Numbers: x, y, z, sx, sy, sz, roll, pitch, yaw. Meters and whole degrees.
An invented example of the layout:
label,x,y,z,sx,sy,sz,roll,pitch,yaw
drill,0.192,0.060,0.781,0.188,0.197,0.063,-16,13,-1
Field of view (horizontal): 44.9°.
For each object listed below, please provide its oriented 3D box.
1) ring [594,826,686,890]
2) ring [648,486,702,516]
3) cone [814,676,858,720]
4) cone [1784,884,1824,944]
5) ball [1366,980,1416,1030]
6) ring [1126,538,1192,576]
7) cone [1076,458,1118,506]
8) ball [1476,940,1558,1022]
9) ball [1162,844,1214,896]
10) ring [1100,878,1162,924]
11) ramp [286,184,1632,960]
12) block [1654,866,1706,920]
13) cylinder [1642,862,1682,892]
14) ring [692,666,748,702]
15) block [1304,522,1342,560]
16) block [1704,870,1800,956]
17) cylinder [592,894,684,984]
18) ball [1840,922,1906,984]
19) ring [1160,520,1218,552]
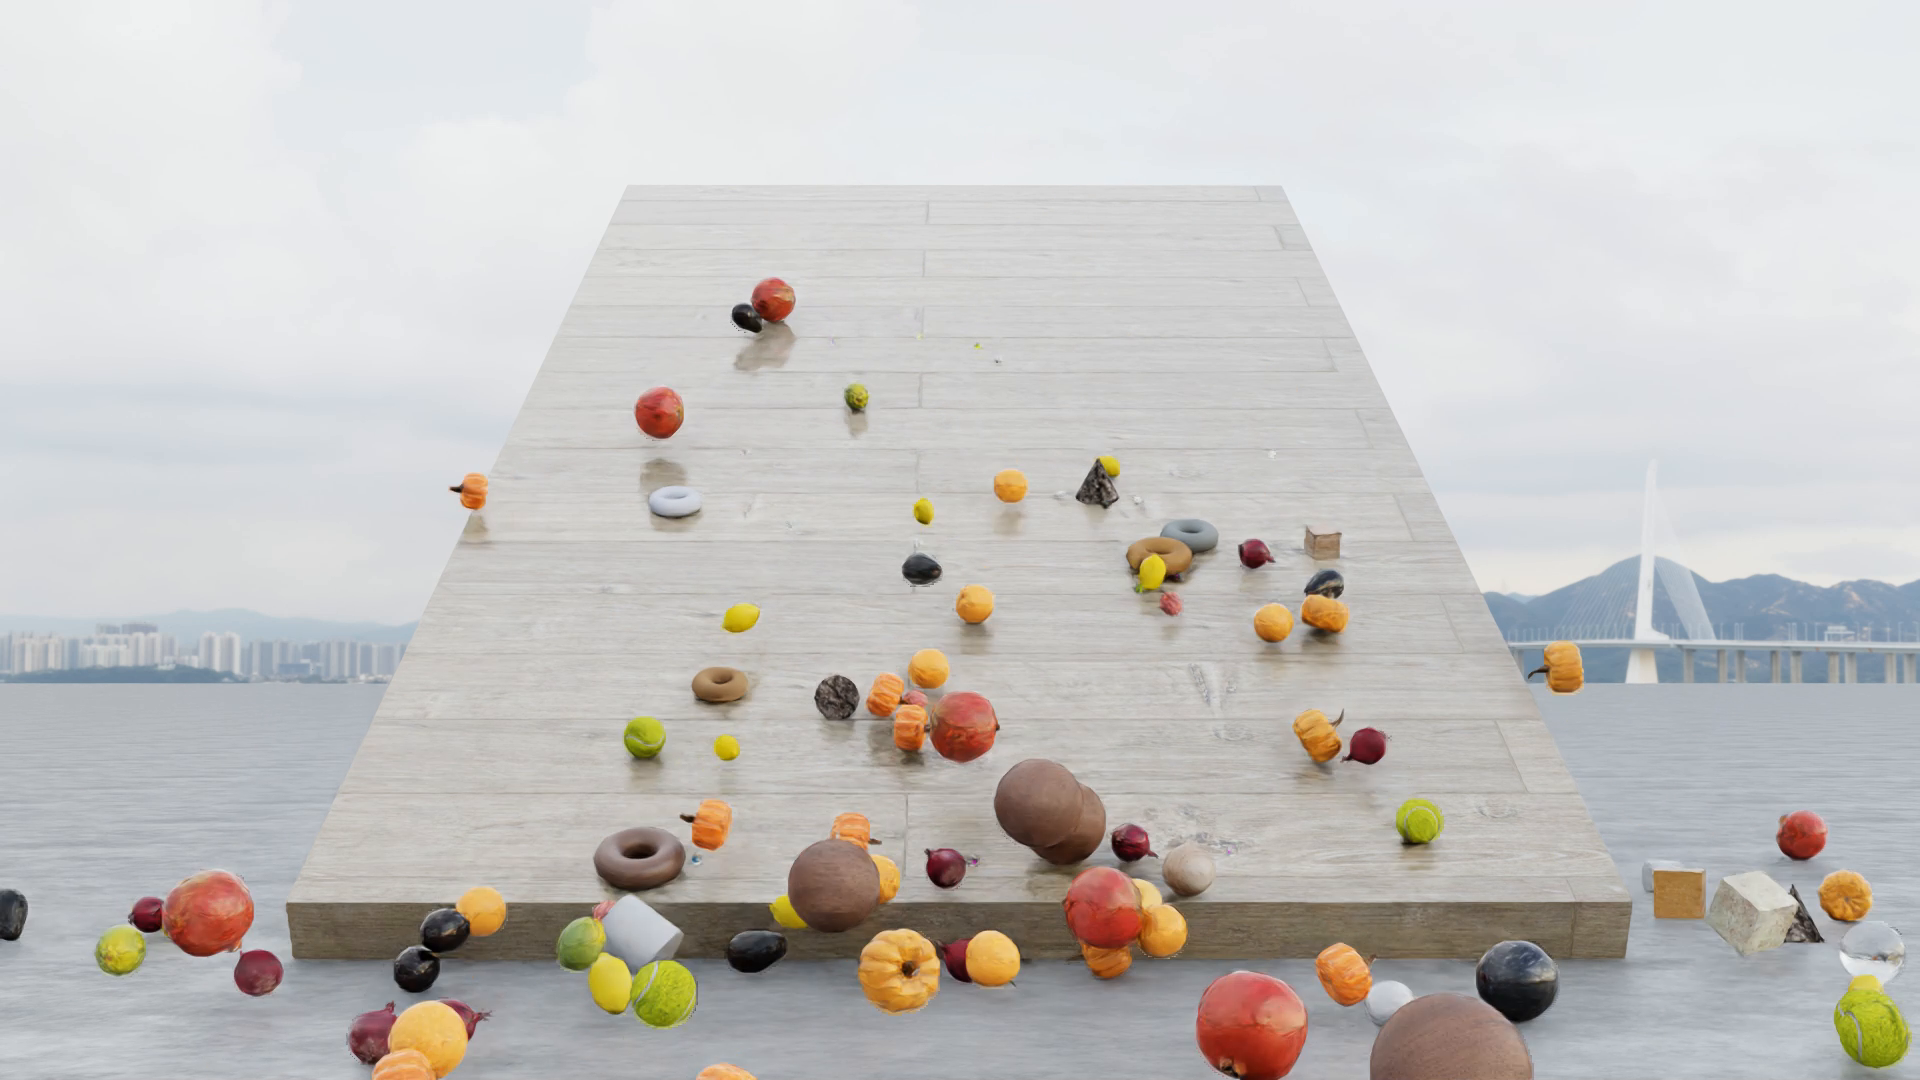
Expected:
label,x,y,z,sx,sy,sz,roll,pitch,yaw
ring,-0.485,0.481,3.521,0.137,0.046,0.137,0,25,0
ring,-0.587,-0.080,4.795,0.111,0.037,0.111,1,23,0
cone,-0.209,0.271,4.009,0.076,0.076,0.076,0,-3,2
cone,1.341,0.599,3.740,0.090,0.090,0.090,0,-3,0
ball,0.516,0.558,2.788,0.060,0.060,0.060,0,-3,0
ring,0.390,0.032,4.542,0.130,0.043,0.130,1,23,0
cone,0.287,-0.132,4.848,0.091,0.091,0.091,0,24,0
ball,0.685,0.542,2.861,0.099,0.099,0.099,0,-3,0
ball,0.340,0.492,3.462,0.078,0.078,0.078,0,-3,0
ring,0.253,0.532,3.429,0.092,0.031,0.092,0,28,0
ramp,-0.008,-0.228,5.300,2.000,0.100,4.000,0,24,0
block,1.275,0.625,4.117,0.082,0.082,0.082,-1,-4,22
cylinder,1.380,0.661,4.567,0.061,0.061,0.061,1,-3,-4
ring,-0.418,0.252,4.054,0.098,0.033,0.098,1,25,0
block,0.717,0.002,4.596,0.054,0.054,0.054,-5,24,-11
block,1.210,0.569,3.553,0.084,0.084,0.084,-5,32,-29
cylinder,-0.435,0.538,3.137,0.087,0.087,0.087,35,5,13
ball,1.257,0.569,3.203,0.086,0.086,0.086,0,-3,0
ring,0.458,-0.009,4.640,0.115,0.038,0.115,1,23,0
